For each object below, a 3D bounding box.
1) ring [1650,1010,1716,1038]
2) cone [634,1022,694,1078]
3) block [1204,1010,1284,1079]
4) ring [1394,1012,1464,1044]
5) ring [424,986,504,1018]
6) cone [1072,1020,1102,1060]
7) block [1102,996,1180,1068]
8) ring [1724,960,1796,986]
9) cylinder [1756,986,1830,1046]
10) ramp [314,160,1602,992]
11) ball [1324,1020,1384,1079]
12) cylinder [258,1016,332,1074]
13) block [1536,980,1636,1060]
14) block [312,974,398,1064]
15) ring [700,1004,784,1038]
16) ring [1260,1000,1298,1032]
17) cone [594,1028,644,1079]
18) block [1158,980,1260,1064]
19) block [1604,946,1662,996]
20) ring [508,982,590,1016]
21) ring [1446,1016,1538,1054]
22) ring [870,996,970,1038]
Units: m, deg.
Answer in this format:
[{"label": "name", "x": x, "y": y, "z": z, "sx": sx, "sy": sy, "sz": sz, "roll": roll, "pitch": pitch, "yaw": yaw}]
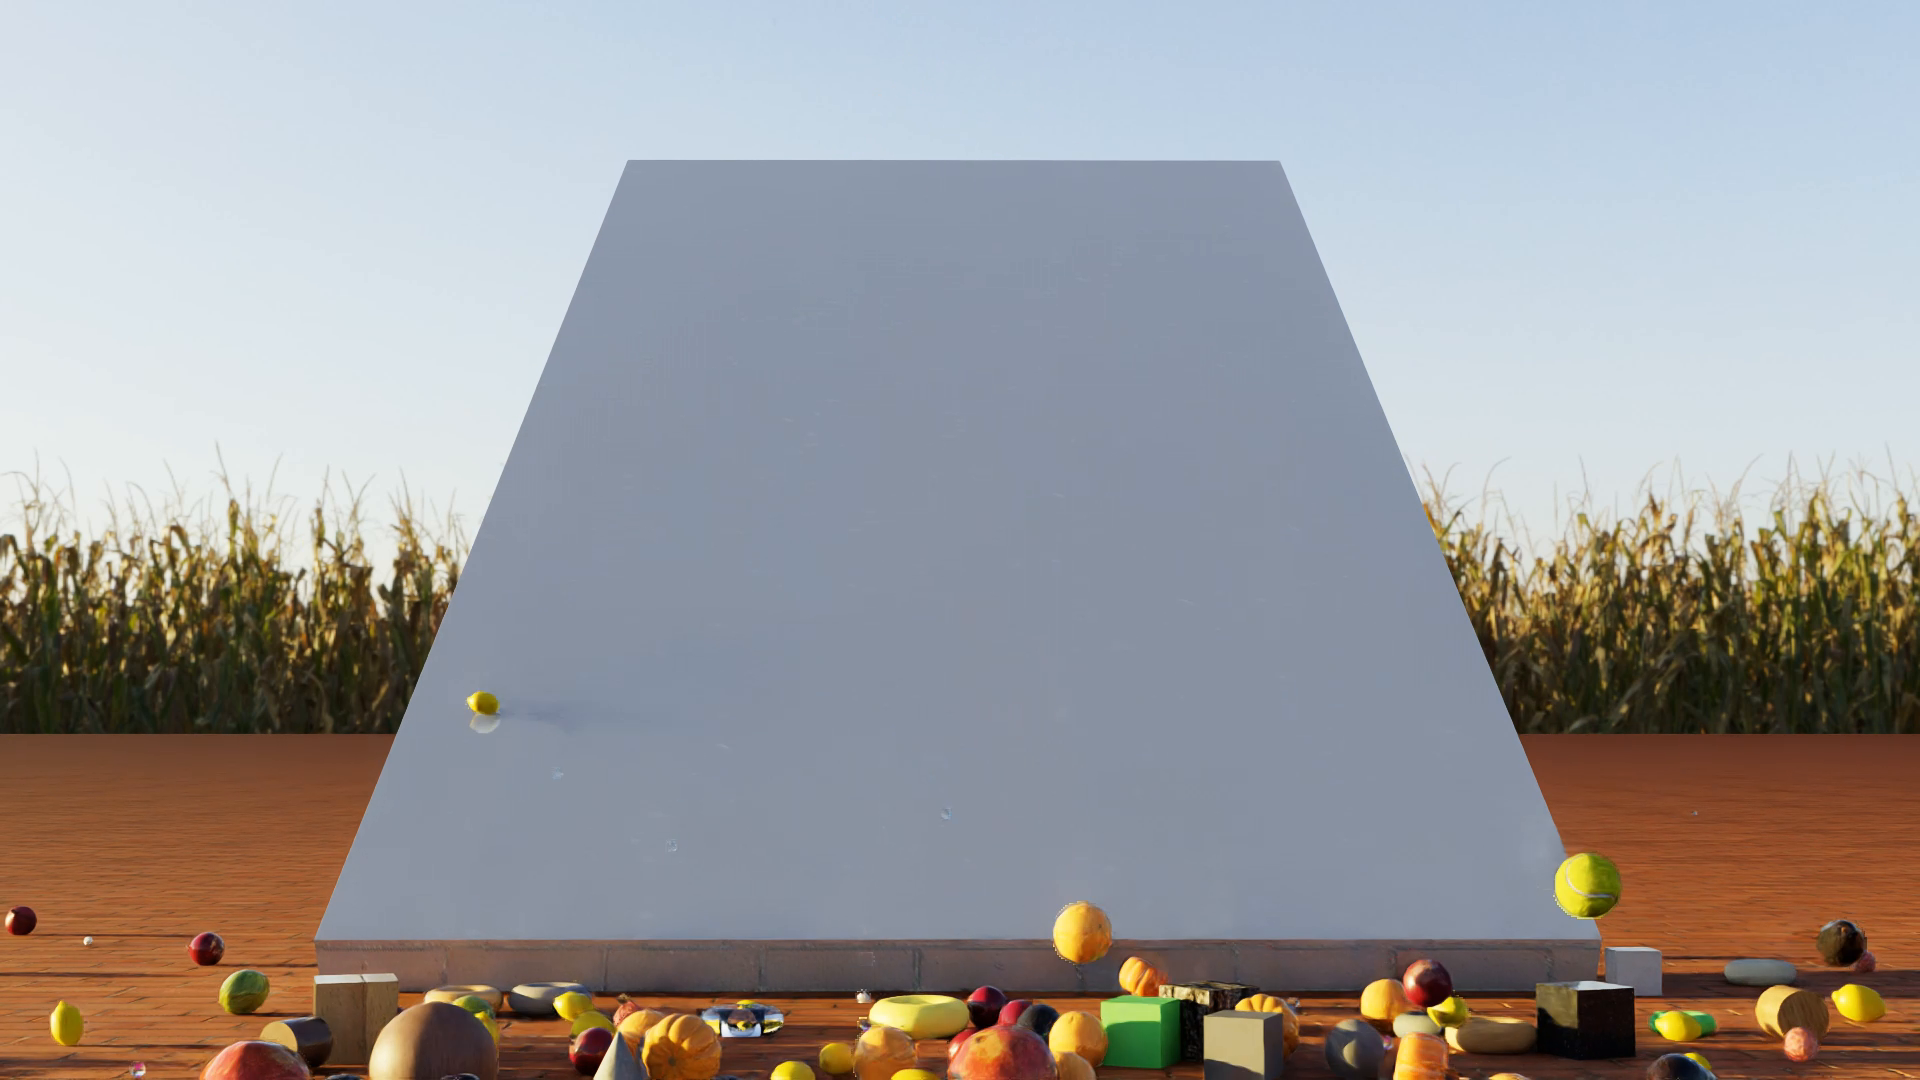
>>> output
[{"label": "ring", "x": 0.978, "y": 0.654, "z": 3.198, "sx": 0.087, "sy": 0.029, "sz": 0.087, "roll": 1, "pitch": -5, "yaw": 0}, {"label": "cone", "x": -0.338, "y": 0.623, "z": 2.821, "sx": 0.071, "sy": 0.071, "sz": 0.071, "roll": -3, "pitch": -35, "yaw": 36}, {"label": "block", "x": 0.337, "y": 0.601, "z": 2.808, "sx": 0.073, "sy": 0.073, "sz": 0.073, "roll": -2, "pitch": -5, "yaw": 25}, {"label": "ring", "x": 0.629, "y": 0.647, "z": 3.141, "sx": 0.104, "sy": 0.035, "sz": 0.104, "roll": 0, "pitch": -6, "yaw": 0}, {"label": "ring", "x": -0.717, "y": 0.667, "z": 3.413, "sx": 0.114, "sy": 0.038, "sz": 0.114, "roll": 0, "pitch": -3, "yaw": 0}, {"label": "cone", "x": 0.174, "y": 0.639, "z": 2.979, "sx": 0.053, "sy": 0.053, "sz": 0.053, "roll": -2, "pitch": -32, "yaw": 25}, {"label": "block", "x": 0.224, "y": 0.608, "z": 2.926, "sx": 0.077, "sy": 0.077, "sz": 0.077, "roll": -2, "pitch": -5, "yaw": 24}, {"label": "ring", "x": 1.295, "y": 0.700, "z": 3.825, "sx": 0.112, "sy": 0.037, "sz": 0.112, "roll": -1, "pitch": -5, "yaw": 0}, {"label": "cylinder", "x": 1.100, "y": 0.628, "z": 3.124, "sx": 0.070, "sy": 0.070, "sz": 0.070, "roll": 0, "pitch": -4, "yaw": -4}, {"label": "ramp", "x": -0.010, "y": -0.228, "z": 5.482, "sx": 2.000, "sy": 0.100, "sz": 4.000, "roll": 0, "pitch": 27, "yaw": 0}, {"label": "ball", "x": 0.465, "y": 0.600, "z": 2.784, "sx": 0.070, "sy": 0.070, "sz": 0.070, "roll": 0, "pitch": -5, "yaw": 0}, {"label": "cylinder", "x": -0.804, "y": 0.611, "z": 2.860, "sx": 0.062, "sy": 0.062, "sz": 0.062, "roll": -2, "pitch": -5, "yaw": 27}, {"label": "block", "x": 0.795, "y": 0.610, "z": 3.004, "sx": 0.086, "sy": 0.086, "sz": 0.086, "roll": 2, "pitch": -5, "yaw": -22}, {"label": "block", "x": -0.760, "y": 0.601, "z": 2.969, "sx": 0.099, "sy": 0.099, "sz": 0.099, "roll": 1, "pitch": -5, "yaw": -17}, {"label": "ring", "x": -0.295, "y": 0.650, "z": 3.198, "sx": 0.114, "sy": 0.038, "sz": 0.114, "roll": 0, "pitch": -6, "yaw": 0}, {"label": "ring", "x": 0.403, "y": 0.652, "z": 3.232, "sx": 0.116, "sy": 0.039, "sz": 0.116, "roll": -1, "pitch": -5, "yaw": 0}, {"label": "cone", "x": -0.387, "y": 0.591, "z": 2.680, "sx": 0.074, "sy": 0.074, "sz": 0.074, "roll": 0, "pitch": -5, "yaw": 0}, {"label": "block", "x": 0.314, "y": 0.607, "z": 2.978, "sx": 0.089, "sy": 0.089, "sz": 0.089, "roll": 4, "pitch": -6, "yaw": -39}, {"label": "block", "x": 1.051, "y": 0.673, "z": 3.692, "sx": 0.068, "sy": 0.068, "sz": 0.068, "roll": 0, "pitch": -5, "yaw": 0}, {"label": "ring", "x": -0.598, "y": 0.669, "z": 3.448, "sx": 0.120, "sy": 0.040, "sz": 0.120, "roll": -1, "pitch": -6, "yaw": 0}, {"label": "ring", "x": 0.684, "y": 0.637, "z": 3.042, "sx": 0.117, "sy": 0.039, "sz": 0.117, "roll": 1, "pitch": -5, "yaw": 0}, {"label": "ring", "x": -0.055, "y": 0.647, "z": 3.206, "sx": 0.137, "sy": 0.046, "sz": 0.137, "roll": -1, "pitch": -3, "yaw": 0}]
